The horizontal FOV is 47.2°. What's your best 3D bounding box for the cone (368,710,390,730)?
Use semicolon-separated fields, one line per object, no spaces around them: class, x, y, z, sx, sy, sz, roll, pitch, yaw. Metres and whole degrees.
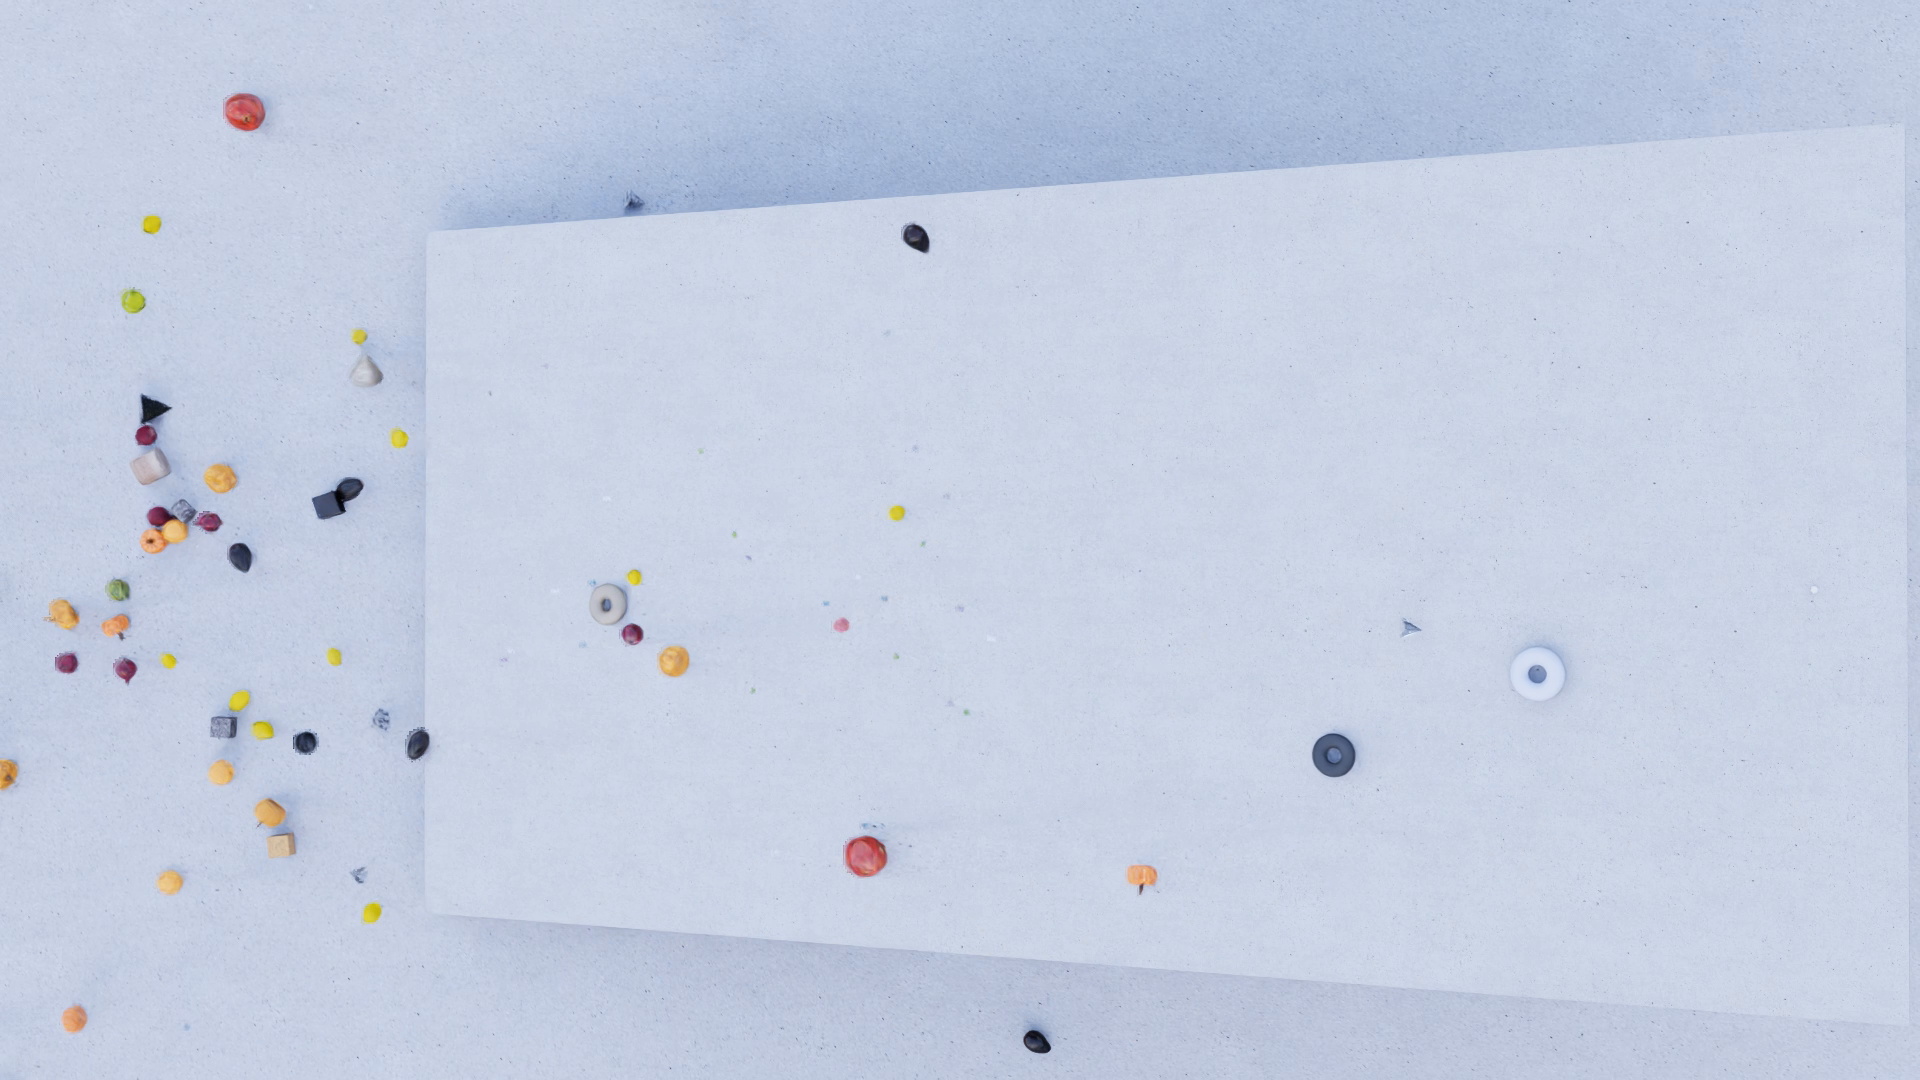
cone;-1.737;0.542;6.535;0.063;0.063;0.063;-22;89;26

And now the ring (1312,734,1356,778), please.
ring;0.911;0.525;5.359;0.108;0.036;0.108;-1;88;25

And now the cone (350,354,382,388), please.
cone;-1.754;-0.519;6.494;0.096;0.096;0.096;14;133;0

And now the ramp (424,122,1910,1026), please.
ramp;0.283;0.084;5.711;4.000;0.100;2.000;0;89;23

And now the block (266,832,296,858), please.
block;-2.011;0.905;6.514;0.062;0.062;0.062;-7;89;0

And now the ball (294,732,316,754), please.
ball;-1.939;0.600;6.517;0.063;0.063;0.063;0;89;0

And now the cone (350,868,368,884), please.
cone;-1.797;0.992;6.532;0.050;0.050;0.050;8;89;27

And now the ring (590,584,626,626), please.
ring;-0.991;0.182;6.188;0.120;0.040;0.120;-2;86;26

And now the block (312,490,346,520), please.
block;-1.873;-0.102;6.524;0.066;0.066;0.066;-19;89;0

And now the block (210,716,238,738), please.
block;-2.184;0.555;6.520;0.058;0.058;0.058;4;89;0

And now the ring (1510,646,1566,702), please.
ring;1.357;0.315;5.164;0.128;0.043;0.128;0;90;25

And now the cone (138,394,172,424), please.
cone;-2.388;-0.392;6.540;0.093;0.093;0.093;-5;89;-28

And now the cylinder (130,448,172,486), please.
cylinder;-2.398;-0.216;6.516;0.084;0.084;0.084;-28;89;0

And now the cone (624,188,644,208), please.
cone;-0.965;-1.011;6.555;0.060;0.060;0.060;15;89;-26
